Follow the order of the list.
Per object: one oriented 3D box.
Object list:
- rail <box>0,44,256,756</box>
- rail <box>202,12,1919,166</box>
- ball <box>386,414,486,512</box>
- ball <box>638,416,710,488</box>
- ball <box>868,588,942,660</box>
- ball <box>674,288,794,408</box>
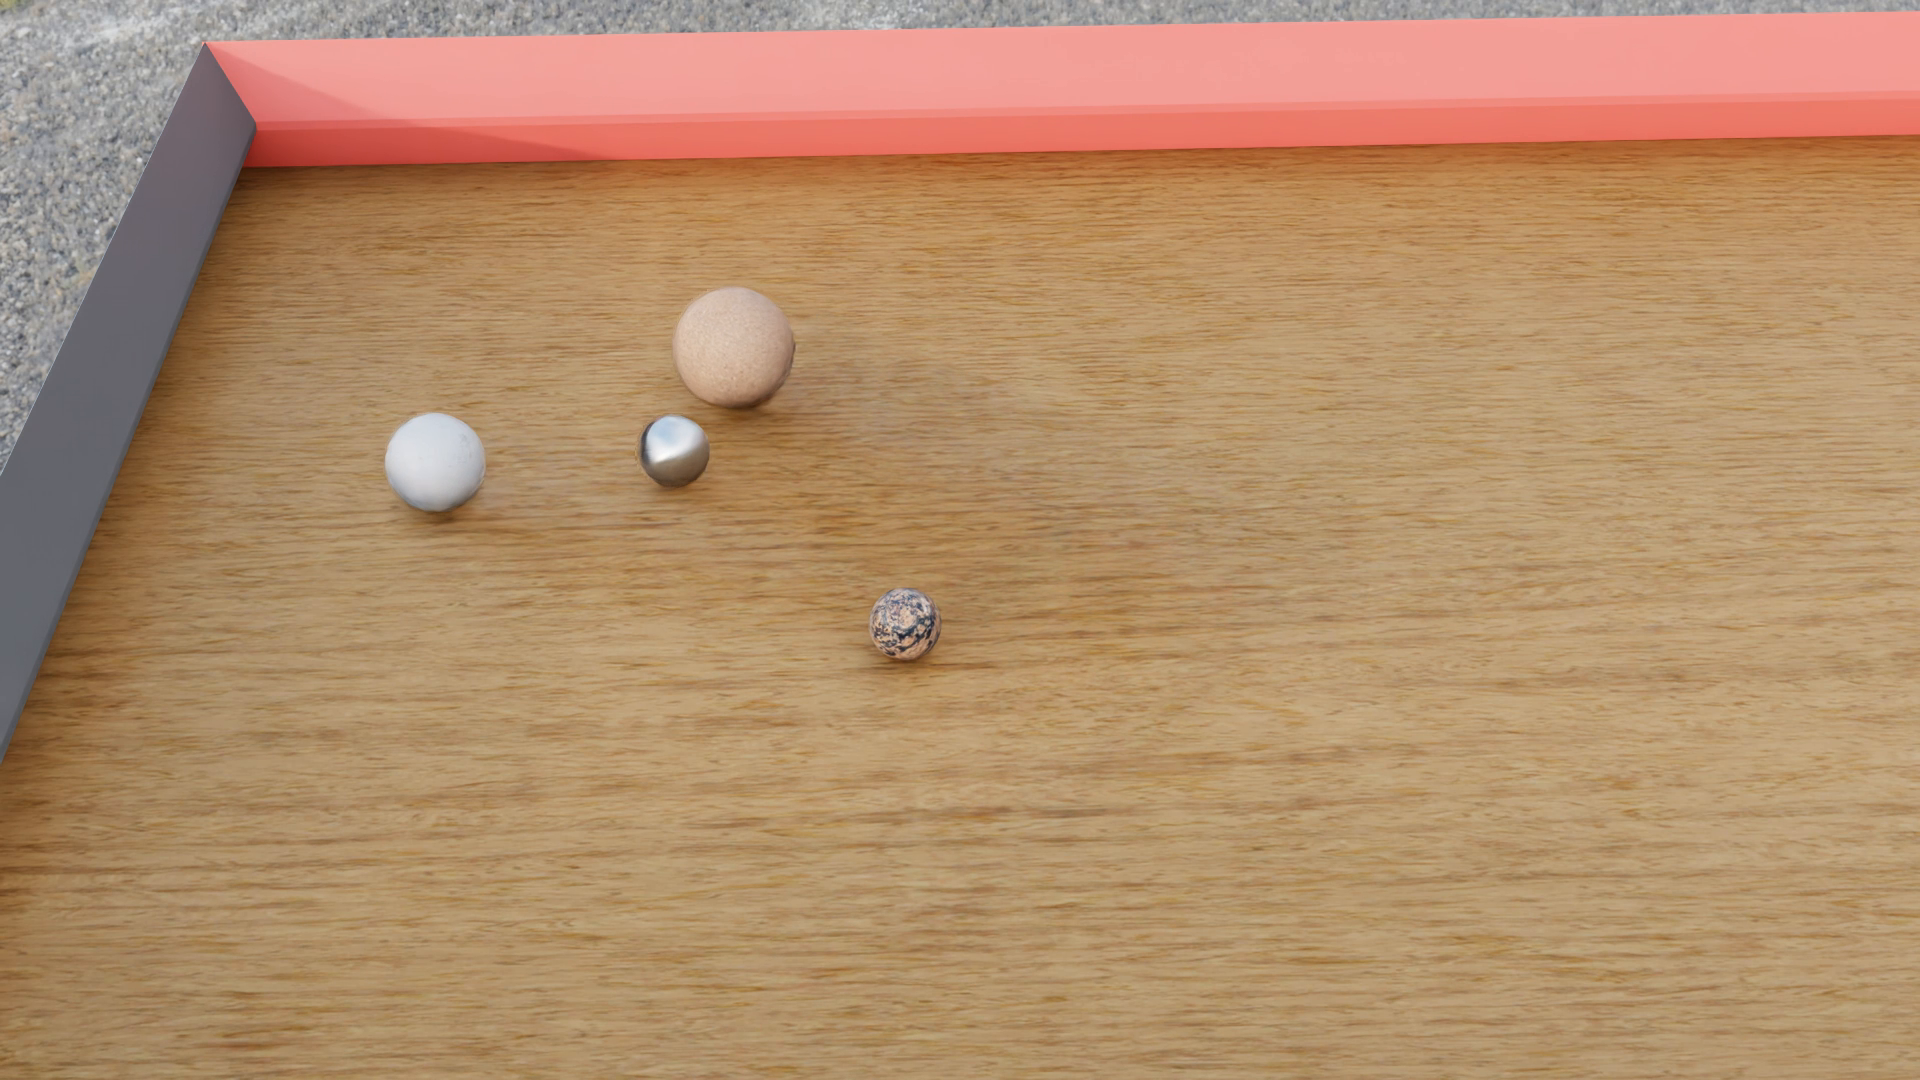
[{"bbox_3d":[-0.621,-0.008,1.771,0.045,0.122,1.337,-1,35,-2],"label":"rail"},{"bbox_3d":[0.617,-0.411,2.341,2.580,0.122,0.045,-1,35,-2],"label":"rail"},{"bbox_3d":[-0.385,-0.057,1.885,0.073,0.073,0.073,0,35,0],"label":"ball"},{"bbox_3d":[-0.214,-0.066,1.914,0.054,0.054,0.054,0,35,0],"label":"ball"},{"bbox_3d":[-0.037,0.057,1.744,0.050,0.050,0.050,0,35,0],"label":"ball"},{"bbox_3d":[-0.176,-0.150,1.997,0.094,0.094,0.094,0,35,0],"label":"ball"}]
